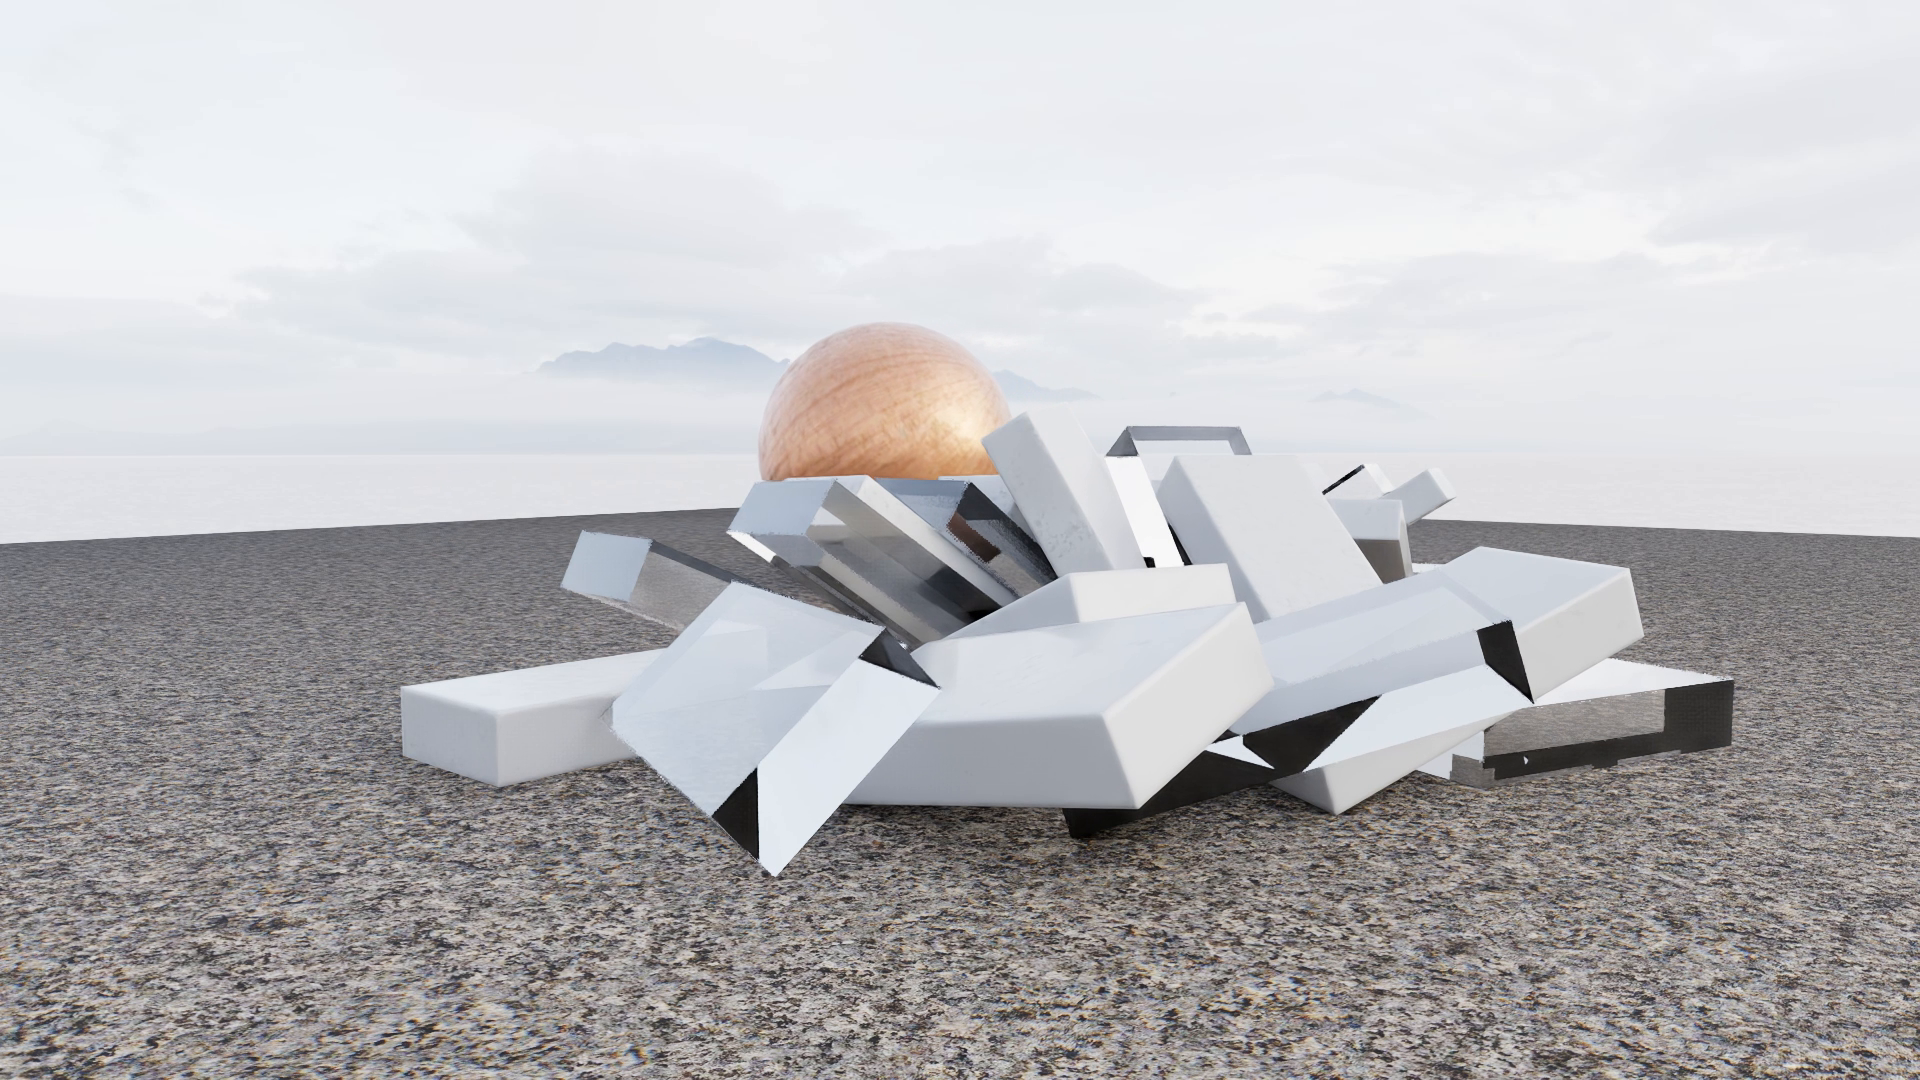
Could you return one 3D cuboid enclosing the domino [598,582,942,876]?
[{"bbox_3d":[-0.024,0.019,0.150,0.025,0.009,0.050,-47,23,-17],"label":"domino"}]

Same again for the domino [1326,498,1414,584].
[{"bbox_3d":[0.094,0.004,0.307,0.025,0.009,0.050,2,-21,23],"label":"domino"}]

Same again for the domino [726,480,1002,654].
[{"bbox_3d":[-0.011,0.008,0.207,0.050,0.009,0.025,38,-20,-31],"label":"domino"}]

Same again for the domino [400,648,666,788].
[{"bbox_3d":[-0.050,0.024,0.186,0.025,0.010,0.050,4,6,41],"label":"domino"}]

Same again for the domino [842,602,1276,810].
[{"bbox_3d":[0.006,0.019,0.141,0.050,0.009,0.025,-12,13,47],"label":"domino"}]

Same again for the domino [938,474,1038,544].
[{"bbox_3d":[0.018,0.005,0.252,0.025,0.010,0.050,2,-30,50],"label":"domino"}]

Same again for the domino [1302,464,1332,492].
[{"bbox_3d":[0.083,-0.004,0.371,0.050,0.009,0.025,-37,-13,24],"label":"domino"}]

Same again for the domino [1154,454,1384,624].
[{"bbox_3d":[0.054,0.007,0.209,0.025,0.009,0.050,-2,47,-23],"label":"domino"}]

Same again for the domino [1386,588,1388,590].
[{"bbox_3d":[0.074,0.005,0.290,0.025,0.010,0.050,4,-21,42],"label":"domino"}]

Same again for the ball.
[{"bbox_3d":[-0.022,-0.027,0.397,0.080,0.080,0.080,0,4,0],"label":"ball"}]

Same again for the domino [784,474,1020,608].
[{"bbox_3d":[-0.009,0.006,0.231,0.050,0.009,0.025,39,-23,-33],"label":"domino"}]

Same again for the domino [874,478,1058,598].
[{"bbox_3d":[0.006,0.006,0.241,0.025,0.010,0.050,5,-28,46],"label":"domino"}]

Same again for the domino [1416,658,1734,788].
[{"bbox_3d":[0.081,0.024,0.180,0.050,0.009,0.025,-2,5,-27],"label":"domino"}]

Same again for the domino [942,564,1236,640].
[{"bbox_3d":[0.012,0.016,0.177,0.025,0.010,0.050,-3,-17,-31],"label":"domino"}]

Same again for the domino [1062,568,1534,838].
[{"bbox_3d":[0.035,0.018,0.147,0.050,0.009,0.025,-18,9,7],"label":"domino"}]

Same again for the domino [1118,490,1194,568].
[{"bbox_3d":[0.035,0.005,0.263,0.050,0.009,0.025,37,-19,-34],"label":"domino"}]

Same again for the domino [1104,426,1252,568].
[{"bbox_3d":[0.046,0.003,0.227,0.025,0.050,0.009,-2,-32,-26],"label":"domino"}]

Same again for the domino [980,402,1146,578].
[{"bbox_3d":[0.024,0.001,0.224,0.009,0.050,0.025,-30,-2,23],"label":"domino"}]

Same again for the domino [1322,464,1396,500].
[{"bbox_3d":[0.098,-0.003,0.366,0.050,0.009,0.025,-37,-13,23],"label":"domino"}]

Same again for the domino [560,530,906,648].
[{"bbox_3d":[-0.036,0.013,0.210,0.050,0.010,0.025,27,-13,-38],"label":"domino"}]

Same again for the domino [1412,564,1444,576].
[{"bbox_3d":[0.127,0.012,0.340,0.050,0.009,0.025,2,5,26],"label":"domino"}]

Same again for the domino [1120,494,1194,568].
[{"bbox_3d":[0.054,0.006,0.277,0.050,0.009,0.025,32,-16,-35],"label":"domino"}]

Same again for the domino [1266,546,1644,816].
[{"bbox_3d":[0.059,0.016,0.165,0.050,0.009,0.025,-24,14,-18],"label":"domino"}]

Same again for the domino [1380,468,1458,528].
[{"bbox_3d":[0.112,-0.002,0.356,0.050,0.009,0.025,-36,-12,25],"label":"domino"}]
